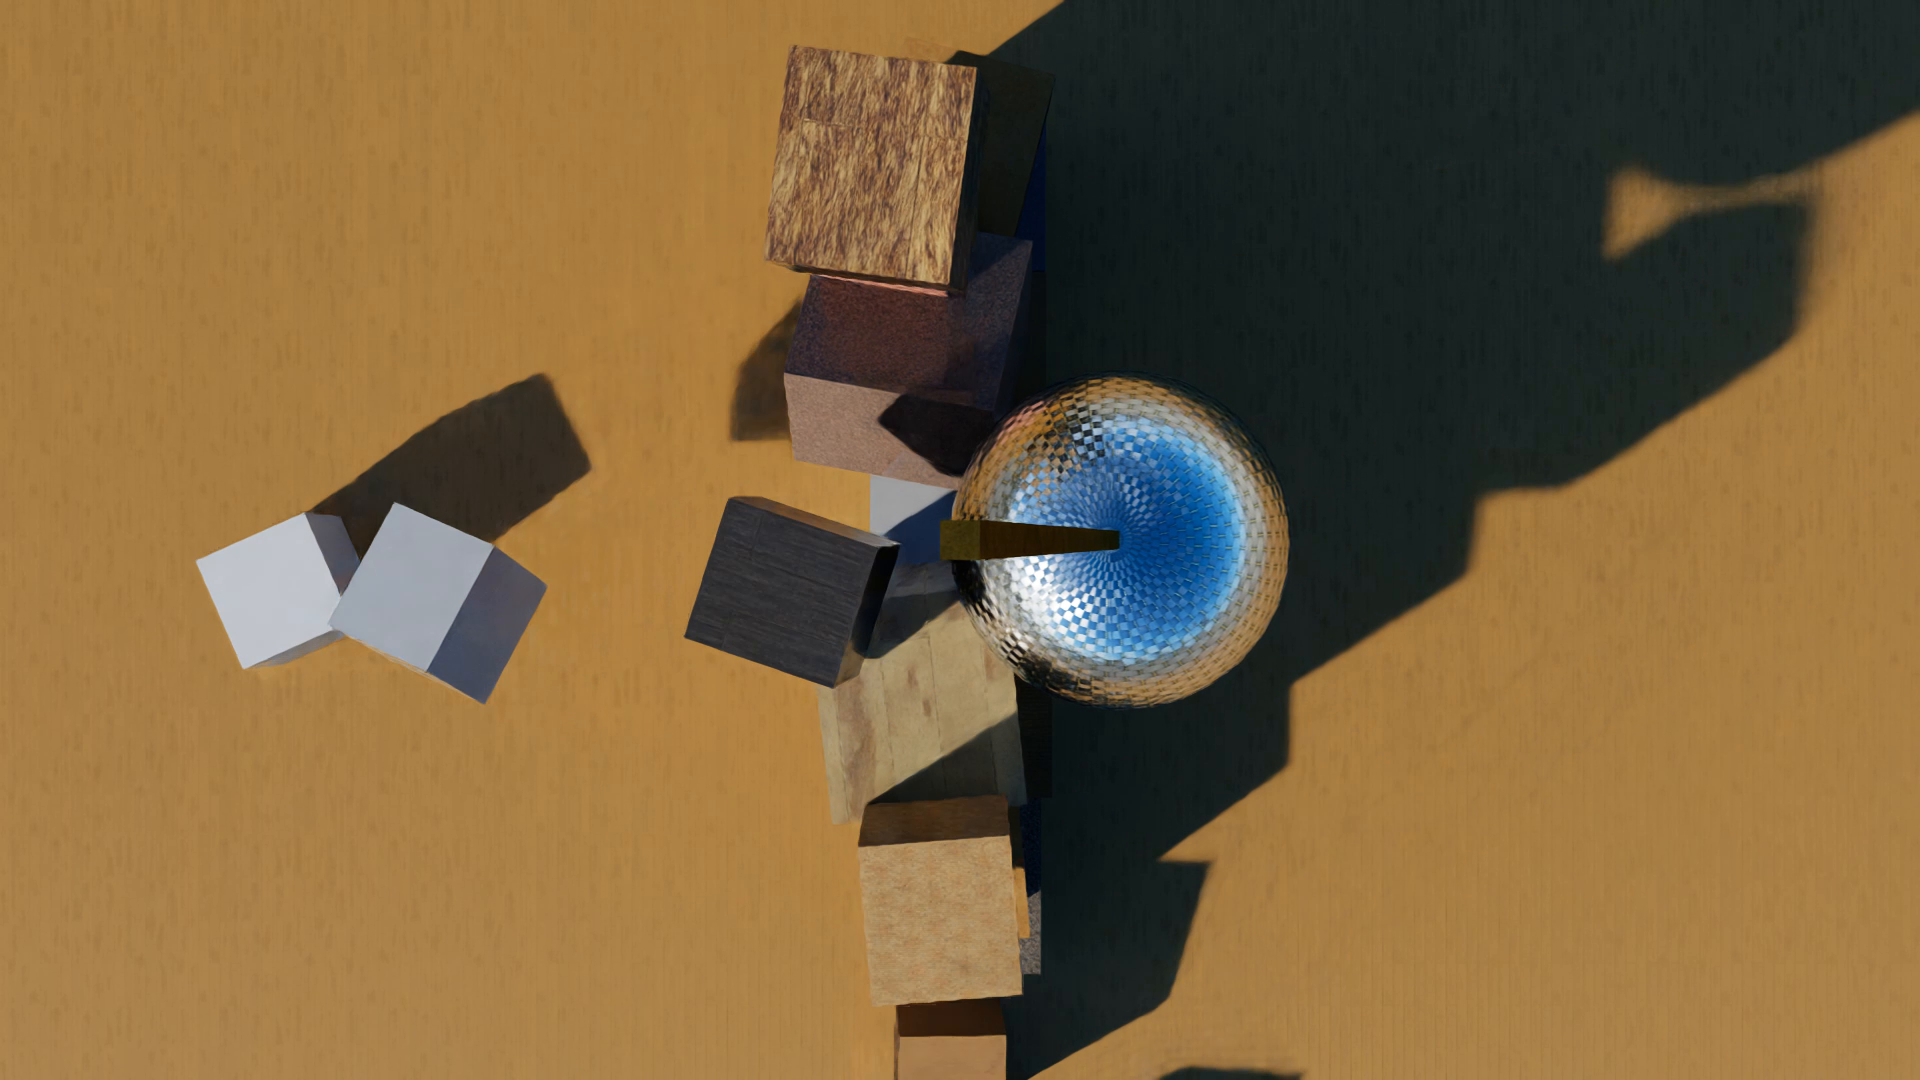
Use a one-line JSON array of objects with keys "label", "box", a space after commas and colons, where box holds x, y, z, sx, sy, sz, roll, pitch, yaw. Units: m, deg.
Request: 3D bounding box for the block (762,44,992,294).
[{"label": "block", "box": [-0.336, -1.555, 9.361, 0.774, 0.827, 0.879, 8, 94, 4]}]

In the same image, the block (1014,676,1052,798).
[{"label": "block", "box": [-0.019, 0.894, 12.519, 1.050, 0.960, 1.032, 0, 90, 0]}]

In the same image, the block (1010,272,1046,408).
[{"label": "block", "box": [0.007, -1.084, 12.608, 0.944, 0.784, 0.818, 0, 90, 0]}]

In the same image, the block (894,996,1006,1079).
[{"label": "block", "box": [-0.064, 3.033, 12.627, 0.601, 0.587, 0.659, 0, 102, -4]}]

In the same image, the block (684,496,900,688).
[{"label": "block", "box": [-0.786, 0.236, 10.522, 0.739, 0.723, 0.684, 18, 94, 6]}]

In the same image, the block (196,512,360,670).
[{"label": "block", "box": [-3.834, 0.292, 12.644, 0.664, 0.698, 0.665, -24, 89, 0]}]

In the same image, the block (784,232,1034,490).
[{"label": "block", "box": [-0.255, -0.985, 11.558, 1.073, 0.900, 1.035, 11, 64, 5]}]

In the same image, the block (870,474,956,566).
[{"label": "block", "box": [-0.002, -0.159, 12.453, 0.967, 1.095, 1.020, 0, 90, 0]}]

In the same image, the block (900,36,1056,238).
[{"label": "block", "box": [-0.007, -2.076, 11.793, 0.807, 0.784, 0.906, 15, 90, 0]}]

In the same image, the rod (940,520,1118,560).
[{"label": "rod", "box": [0.324, 0.000, 6.926, 0.080, 5.200, 0.080, 0, 90, 7]}]

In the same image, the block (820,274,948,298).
[{"label": "block", "box": [-0.335, -1.722, 10.965, 0.663, 0.687, 0.717, 10, 75, 4]}]

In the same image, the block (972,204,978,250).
[{"label": "block", "box": [-0.281, -1.724, 10.137, 0.676, 0.747, 0.716, 1, 94, 5]}]

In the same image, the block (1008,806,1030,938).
[{"label": "block", "box": [-0.027, 1.680, 11.747, 0.724, 0.656, 0.767, -5, 98, 1]}]

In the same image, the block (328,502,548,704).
[{"label": "block", "box": [-2.756, 0.341, 11.654, 0.667, 0.655, 0.726, 22, 78, 22]}]

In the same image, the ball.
[{"label": "ball", "box": [0.747, 0.000, 10.300, 1.600, 1.600, 1.600, 0, 90, 0]}]

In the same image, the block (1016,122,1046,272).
[{"label": "block", "box": [-0.018, -1.946, 12.593, 0.985, 0.815, 0.900, 0, 90, 0]}]

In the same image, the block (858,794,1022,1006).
[{"label": "block", "box": [-0.092, 1.729, 10.670, 0.712, 0.811, 0.769, -5, 97, 1]}]

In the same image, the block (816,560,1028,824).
[{"label": "block", "box": [-0.210, 0.756, 11.456, 0.986, 1.006, 1.121, -6, 98, 1]}]

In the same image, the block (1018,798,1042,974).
[{"label": "block", "box": [-0.004, 1.906, 12.565, 0.905, 0.869, 0.977, 0, 90, 0]}]
